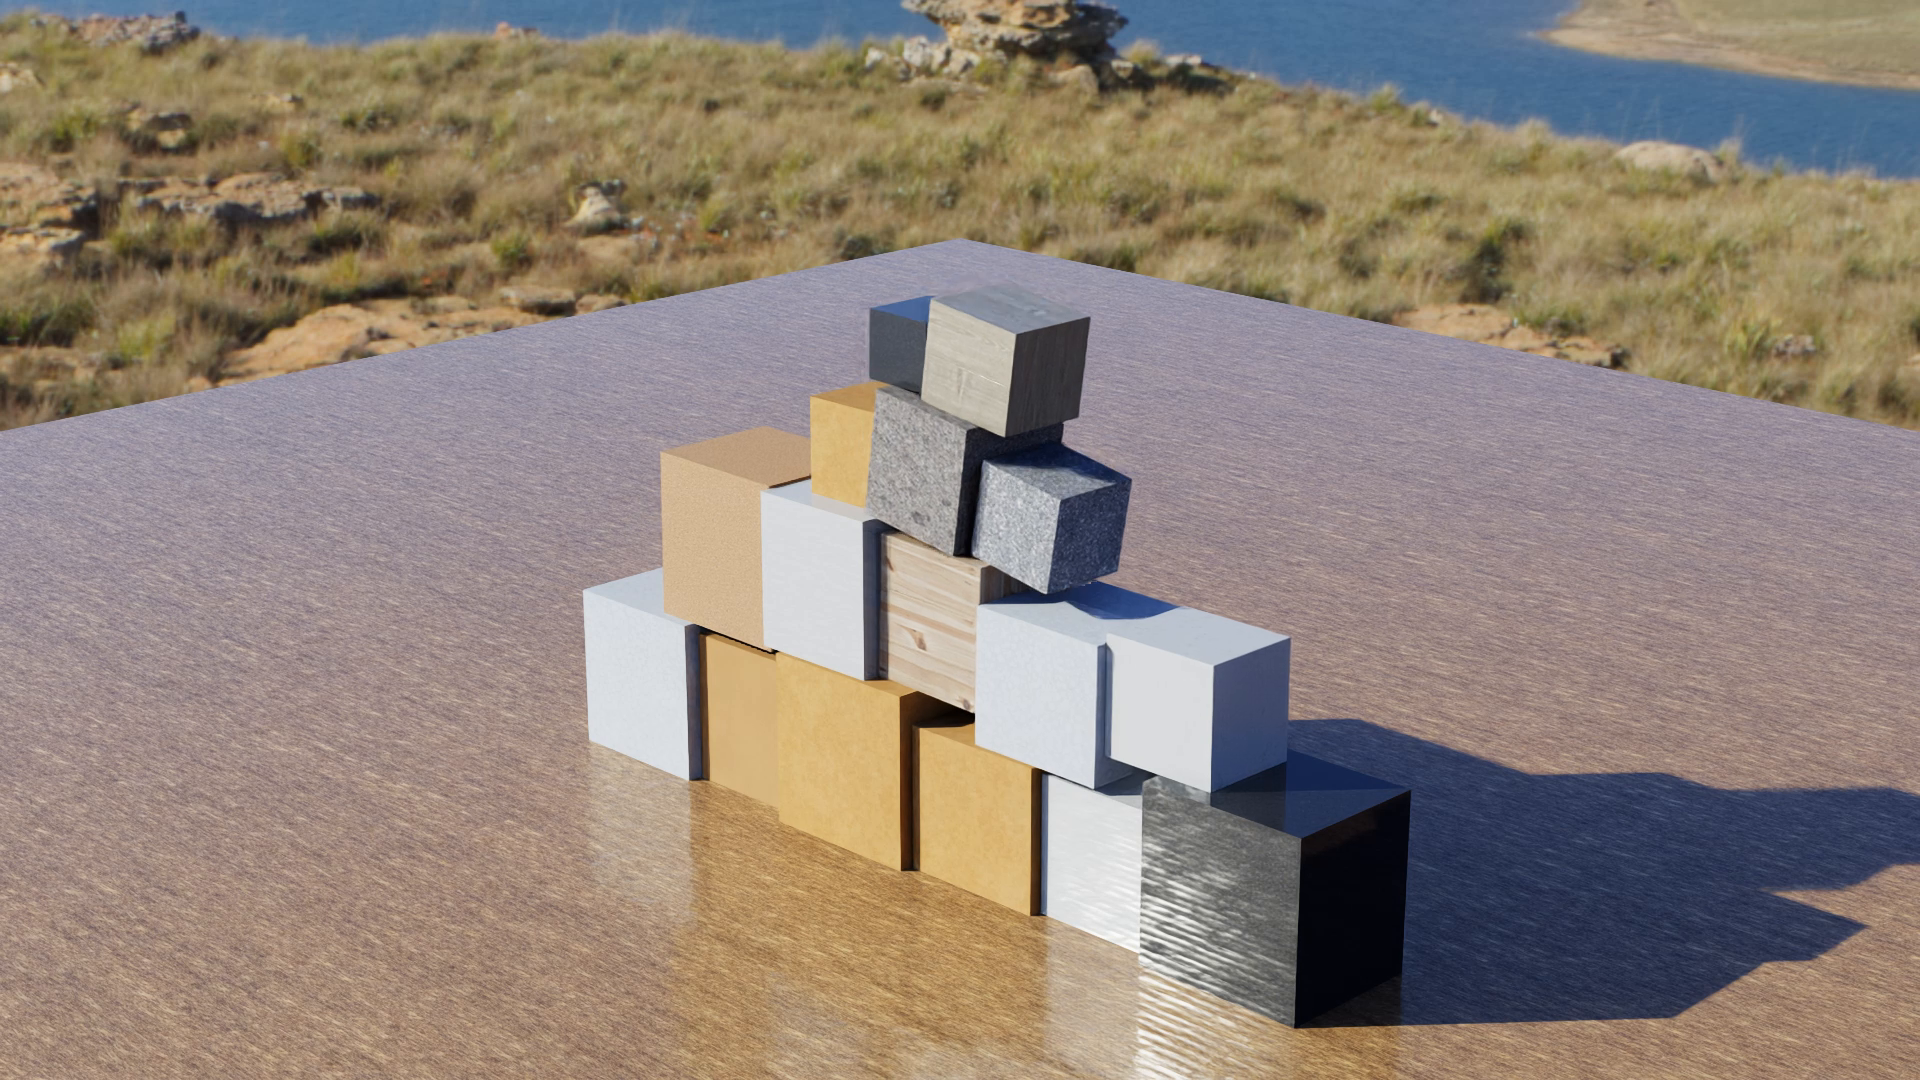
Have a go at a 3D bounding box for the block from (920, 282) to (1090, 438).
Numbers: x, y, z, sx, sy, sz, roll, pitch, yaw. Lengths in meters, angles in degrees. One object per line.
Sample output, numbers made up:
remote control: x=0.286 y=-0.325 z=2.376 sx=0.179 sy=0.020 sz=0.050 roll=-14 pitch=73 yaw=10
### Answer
block: x=0.198 y=-0.798 z=12.906 sx=0.470 sy=0.473 sz=0.522 roll=-17 pitch=32 yaw=-43

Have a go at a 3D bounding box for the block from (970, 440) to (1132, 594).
block: x=0.398 y=-0.103 z=12.882 sx=0.457 sy=0.450 sz=0.472 roll=-17 pitch=34 yaw=-42

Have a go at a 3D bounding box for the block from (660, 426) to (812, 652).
block: x=-0.938 y=-0.020 z=14.326 sx=0.677 sy=0.826 sz=0.798 roll=-17 pitch=25 yaw=-42

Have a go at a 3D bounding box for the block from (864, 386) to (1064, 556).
block: x=0.022 y=-0.368 z=13.228 sx=0.633 sy=0.599 sz=0.574 roll=-17 pitch=32 yaw=-42

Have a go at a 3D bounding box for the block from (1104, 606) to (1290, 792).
block: x=1.009 y=0.668 z=12.477 sx=0.503 sy=0.560 sz=0.592 roll=-17 pitch=24 yaw=-42

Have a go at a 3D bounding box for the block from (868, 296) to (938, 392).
block: x=-0.148 y=-0.884 z=13.202 sx=0.353 sy=0.324 sz=0.385 roll=18 pitch=25 yaw=41

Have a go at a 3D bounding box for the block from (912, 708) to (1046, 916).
block: x=0.298 y=1.181 z=13.412 sx=0.711 sy=0.704 sz=0.748 roll=-17 pitch=24 yaw=-42

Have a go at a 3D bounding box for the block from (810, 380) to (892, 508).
block: x=-0.386 y=-0.444 z=13.588 sx=0.441 sy=0.463 sz=0.420 roll=-17 pitch=24 yaw=-42

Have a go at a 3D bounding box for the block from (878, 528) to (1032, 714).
block: x=0.073 y=0.308 z=13.364 sx=0.607 sy=0.690 sz=0.630 roll=-17 pitch=26 yaw=-42

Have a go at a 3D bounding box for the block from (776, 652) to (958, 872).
block: x=-0.286 y=0.943 z=13.915 sx=0.803 sy=0.857 sz=0.837 roll=-17 pitch=24 yaw=-42

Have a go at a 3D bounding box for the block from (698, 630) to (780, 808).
block: x=-0.812 y=0.823 z=14.463 sx=0.646 sy=0.757 sz=0.678 roll=-17 pitch=24 yaw=-42

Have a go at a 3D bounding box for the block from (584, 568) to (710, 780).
block: x=-1.356 y=0.643 z=14.945 sx=0.761 sy=0.812 sz=0.797 roll=-17 pitch=24 yaw=-42

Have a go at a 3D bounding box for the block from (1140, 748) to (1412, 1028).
block: x=1.324 y=1.429 z=12.393 sx=0.728 sy=0.842 sz=0.848 roll=-17 pitch=24 yaw=-42

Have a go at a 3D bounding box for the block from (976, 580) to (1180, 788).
block: x=0.551 y=0.612 z=12.958 sx=0.639 sy=0.653 sz=0.719 roll=-17 pitch=25 yaw=-42

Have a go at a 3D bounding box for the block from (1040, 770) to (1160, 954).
block: x=0.792 y=1.351 z=12.934 sx=0.577 sy=0.667 sz=0.648 roll=-17 pitch=24 yaw=-42

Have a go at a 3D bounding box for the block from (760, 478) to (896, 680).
block: x=-0.419 y=0.130 z=13.805 sx=0.751 sy=0.762 sz=0.692 roll=-17 pitch=24 yaw=-42
